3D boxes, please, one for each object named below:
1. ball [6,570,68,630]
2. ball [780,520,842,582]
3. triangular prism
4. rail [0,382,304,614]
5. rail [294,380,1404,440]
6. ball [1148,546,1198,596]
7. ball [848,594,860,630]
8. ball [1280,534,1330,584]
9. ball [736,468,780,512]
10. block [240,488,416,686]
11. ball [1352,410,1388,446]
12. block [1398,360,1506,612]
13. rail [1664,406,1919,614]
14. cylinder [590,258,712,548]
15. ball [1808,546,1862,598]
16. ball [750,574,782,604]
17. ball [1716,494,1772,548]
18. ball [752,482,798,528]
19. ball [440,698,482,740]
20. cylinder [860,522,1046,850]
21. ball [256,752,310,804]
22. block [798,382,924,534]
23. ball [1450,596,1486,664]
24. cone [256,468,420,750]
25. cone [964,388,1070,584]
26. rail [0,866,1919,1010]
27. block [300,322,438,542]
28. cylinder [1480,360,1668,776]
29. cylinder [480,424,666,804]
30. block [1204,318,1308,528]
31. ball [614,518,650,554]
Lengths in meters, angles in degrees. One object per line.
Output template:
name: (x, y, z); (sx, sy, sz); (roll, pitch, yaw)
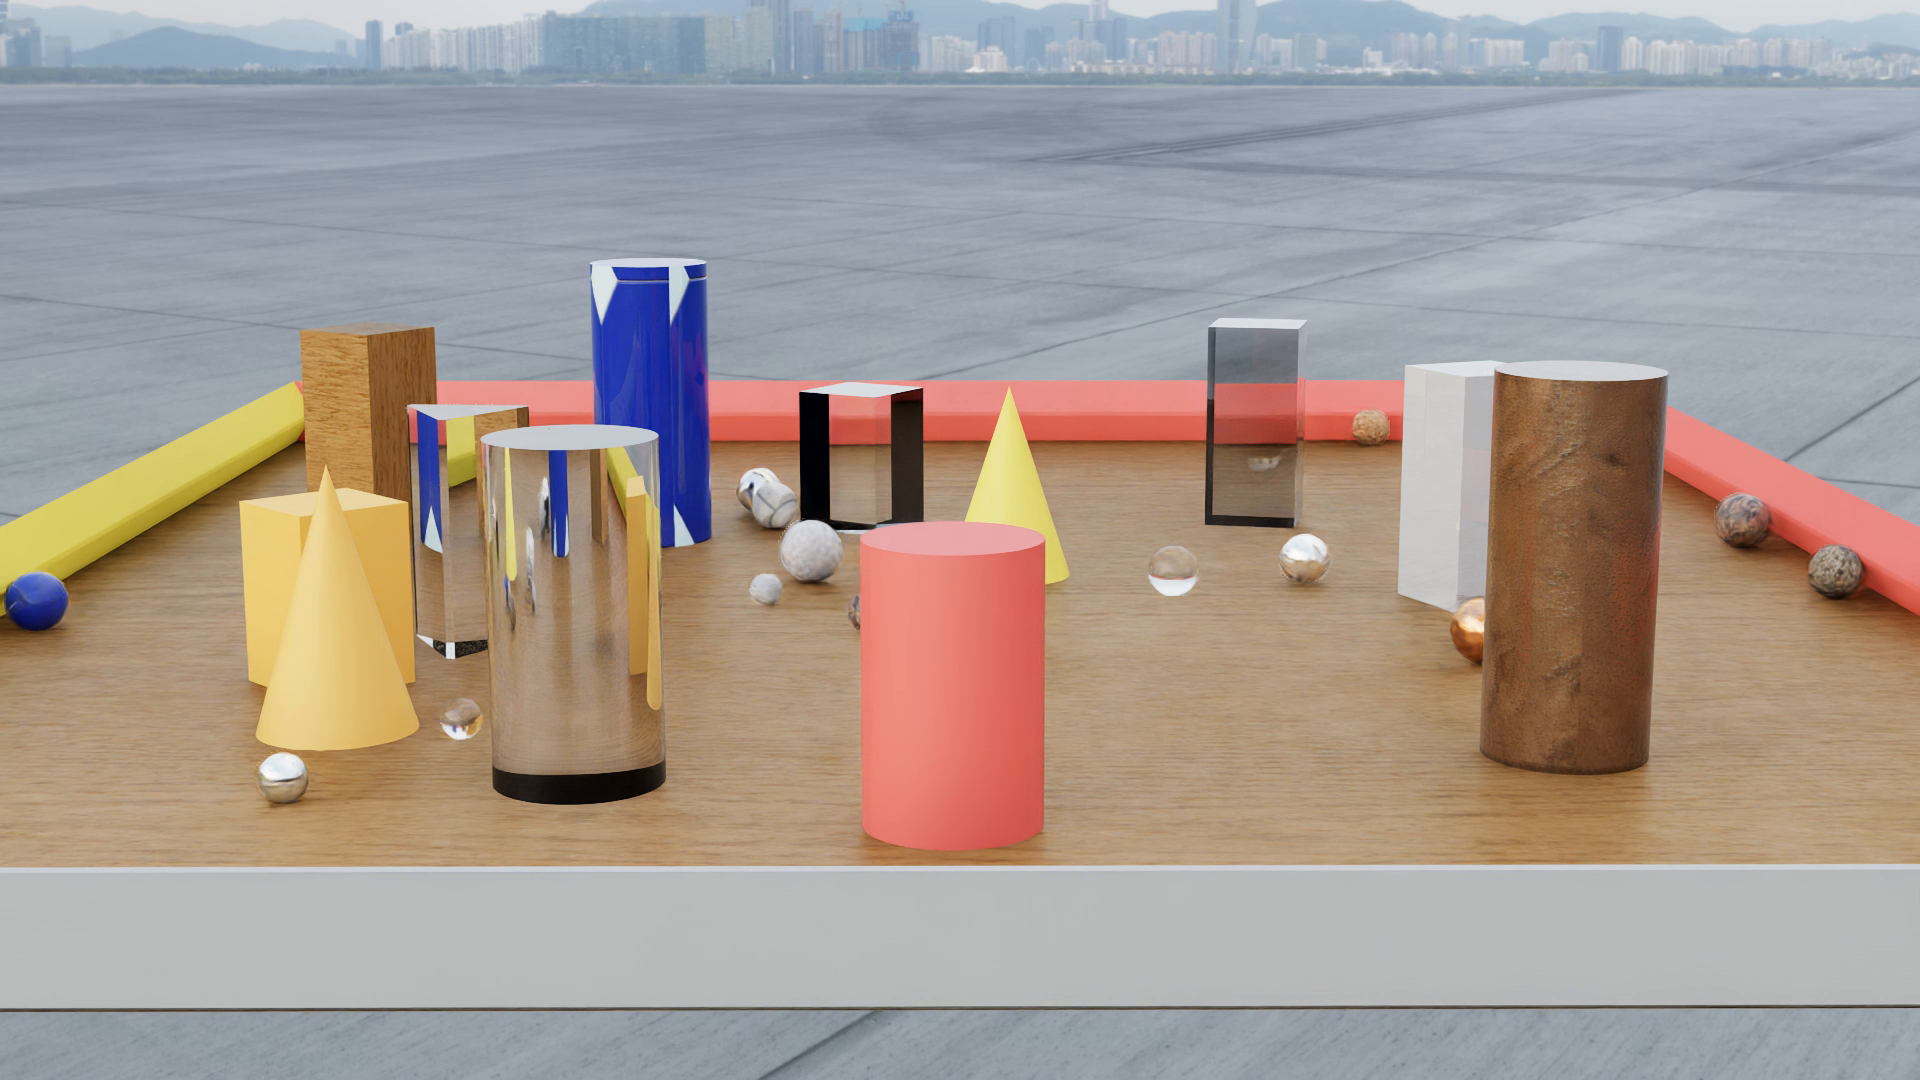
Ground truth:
ball: (-1.186, 0.078, 3.299); (0.076, 0.076, 0.076); (0, 11, 0)
ball: (-0.209, 0.016, 3.598); (0.088, 0.088, 0.088); (0, 11, 0)
triangular prism: (-0.637, -0.018, 3.215); (0.131, 0.296, 0.152); (7, 13, 33)
rail: (-1.244, 0.031, 3.443); (0.045, 0.114, 3.001); (0, 11, 0)
rail: (-0.009, -0.244, 4.902); (2.536, 0.114, 0.045); (0, 11, 0)
ball: (0.291, 0.042, 3.505); (0.070, 0.070, 0.070); (0, 11, 0)
ball: (-0.119, 0.093, 3.290); (0.050, 0.050, 0.050); (0, 11, 0)
ball: (0.483, 0.026, 3.592); (0.069, 0.069, 0.069); (0, 11, 0)
ball: (-0.324, -0.080, 4.143); (0.073, 0.073, 0.073); (0, 11, 0)
block: (-0.742, 0.061, 3.013); (0.140, 0.215, 0.140); (-10, 14, -42)
ball: (0.777, -0.213, 4.860); (0.069, 0.069, 0.069); (0, 11, 0)
block: (0.694, -0.075, 3.463); (0.140, 0.315, 0.140); (-5, 12, -23)
rail: (1.244, 0.028, 3.457); (0.045, 0.114, 3.001); (0, 11, 0)
cylinder: (-0.469, -0.211, 3.901); (0.175, 0.421, 0.175); (0, 11, 0)
ball: (1.191, 0.044, 3.492); (0.072, 0.072, 0.072); (0, 11, 0)
ball: (-0.261, 0.066, 3.456); (0.042, 0.042, 0.042); (0, 11, 0)
ball: (1.176, -0.028, 3.850); (0.081, 0.081, 0.081); (0, 11, 0)
ball: (-0.290, -0.054, 4.012); (0.072, 0.072, 0.072); (0, 11, 0)
ball: (-0.539, 0.193, 2.772); (0.044, 0.044, 0.044); (0, 11, 0)
cylinder: (-0.007, 0.135, 2.446); (0.175, 0.279, 0.175); (0, 11, 0)
ball: (-0.669, 0.235, 2.536); (0.050, 0.050, 0.050); (0, 11, 0)
block: (-0.154, -0.129, 4.022); (0.140, 0.215, 0.140); (6, 12, 30)
ball: (0.638, 0.109, 3.118); (0.082, 0.082, 0.082); (0, 11, 0)
cone: (-0.683, 0.063, 2.789); (0.175, 0.294, 0.175); (0, 11, 0)
cone: (0.069, -0.084, 3.636); (0.175, 0.269, 0.175); (0, 11, 0)
rail: (0.009, 0.303, 1.999); (2.536, 0.114, 0.045); (0, 11, 0)
block: (-0.895, -0.161, 3.904); (0.140, 0.322, 0.140); (7, 13, 32)
cylinder: (0.640, 0.025, 2.683); (0.175, 0.408, 0.175); (0, 11, 0)
cylinder: (-0.388, 0.071, 2.584); (0.175, 0.354, 0.175); (0, 11, 0)
block: (0.470, -0.187, 4.067); (0.140, 0.313, 0.140); (2, 11, 13)
ball: (-0.486, -0.006, 3.800); (0.055, 0.055, 0.055); (0, 11, 0)
